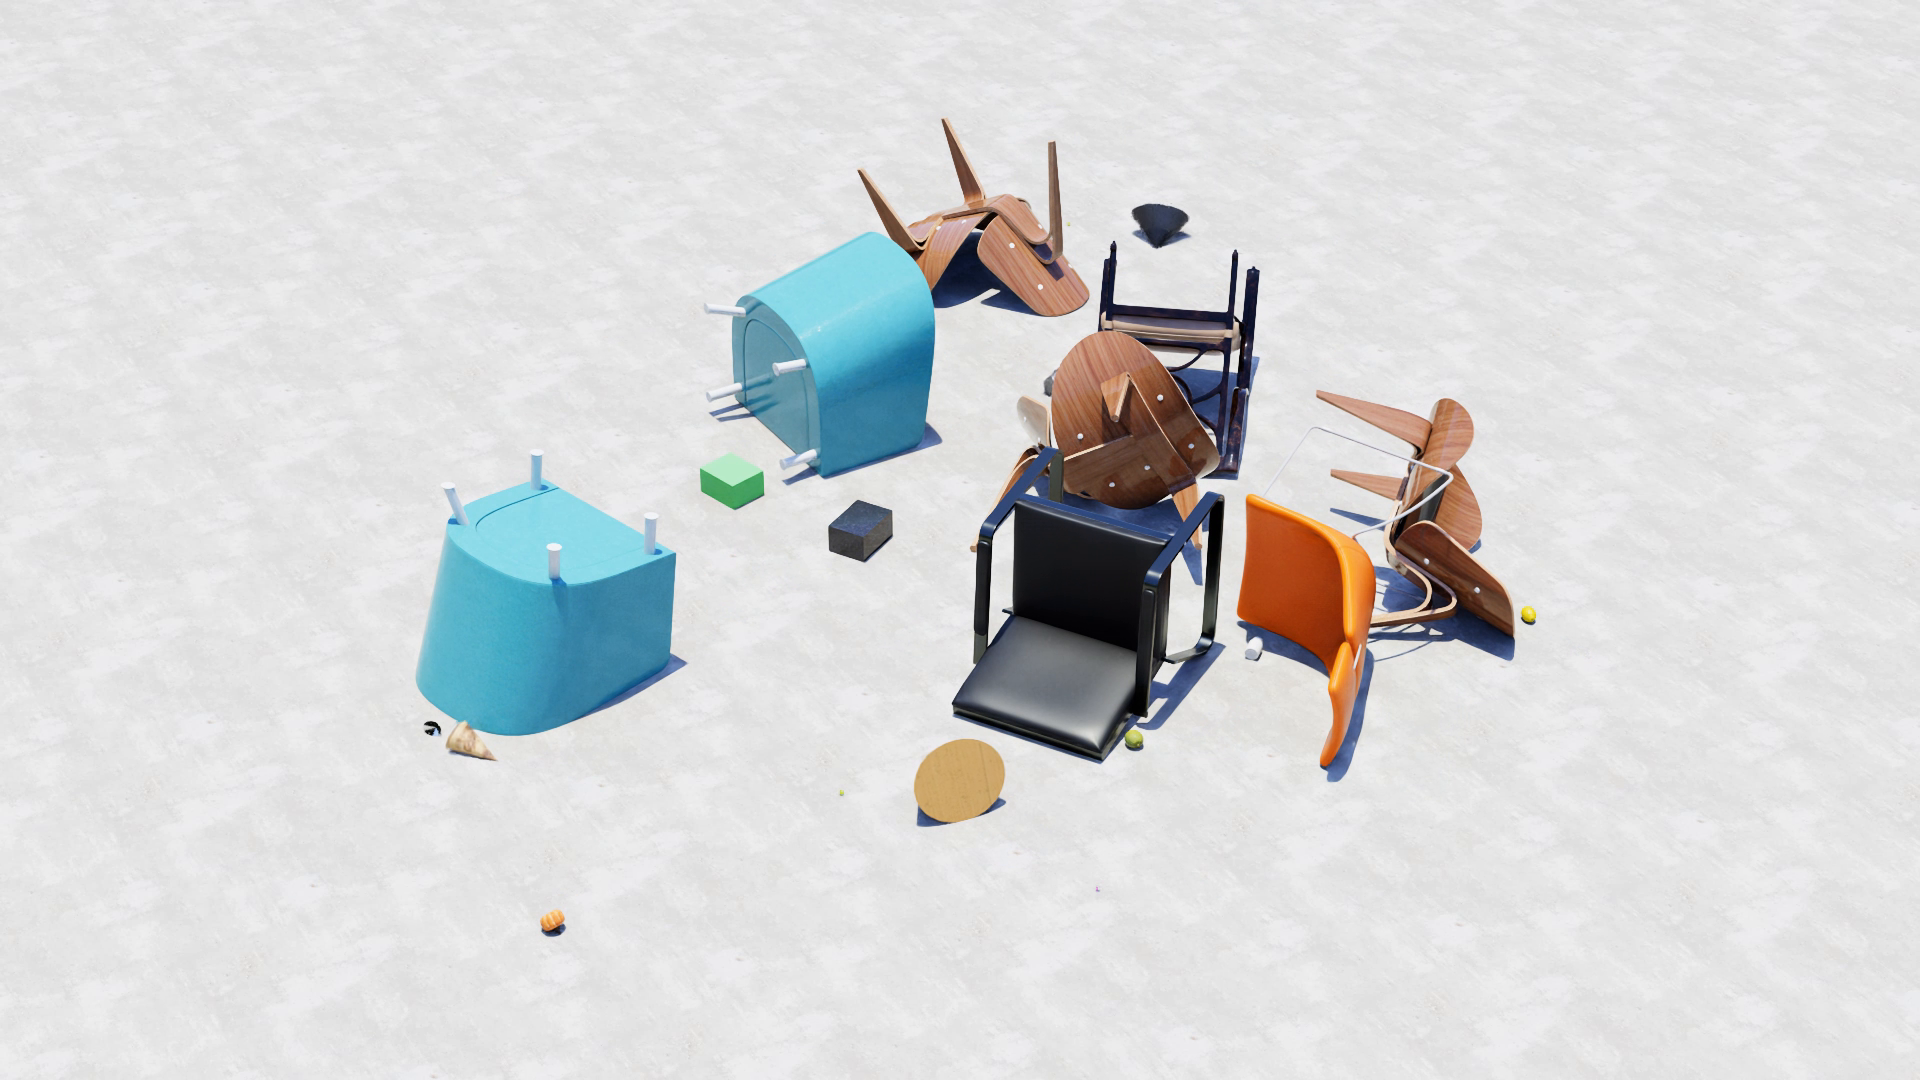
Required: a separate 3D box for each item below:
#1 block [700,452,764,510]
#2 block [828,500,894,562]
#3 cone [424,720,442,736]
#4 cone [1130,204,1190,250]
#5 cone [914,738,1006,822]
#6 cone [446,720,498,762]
[{"bbox_3d":[-0.869,-0.225,11.190,0.188,0.106,0.158,28,43,36],"label":"block"},{"bbox_3d":[-0.369,-0.035,10.896,0.153,0.111,0.209,17,37,24],"label":"block"},{"bbox_3d":[-1.782,0.637,9.957,0.068,0.050,0.047,16,8,14],"label":"cone"},{"bbox_3d":[0.874,-1.353,12.919,0.262,0.197,0.172,7,64,1],"label":"cone"},{"bbox_3d":[-0.063,0.753,9.686,0.320,0.276,0.348,-15,15,-18],"label":"cone"},{"bbox_3d":[-1.618,0.698,9.841,0.181,0.098,0.112,31,60,16],"label":"cone"}]
